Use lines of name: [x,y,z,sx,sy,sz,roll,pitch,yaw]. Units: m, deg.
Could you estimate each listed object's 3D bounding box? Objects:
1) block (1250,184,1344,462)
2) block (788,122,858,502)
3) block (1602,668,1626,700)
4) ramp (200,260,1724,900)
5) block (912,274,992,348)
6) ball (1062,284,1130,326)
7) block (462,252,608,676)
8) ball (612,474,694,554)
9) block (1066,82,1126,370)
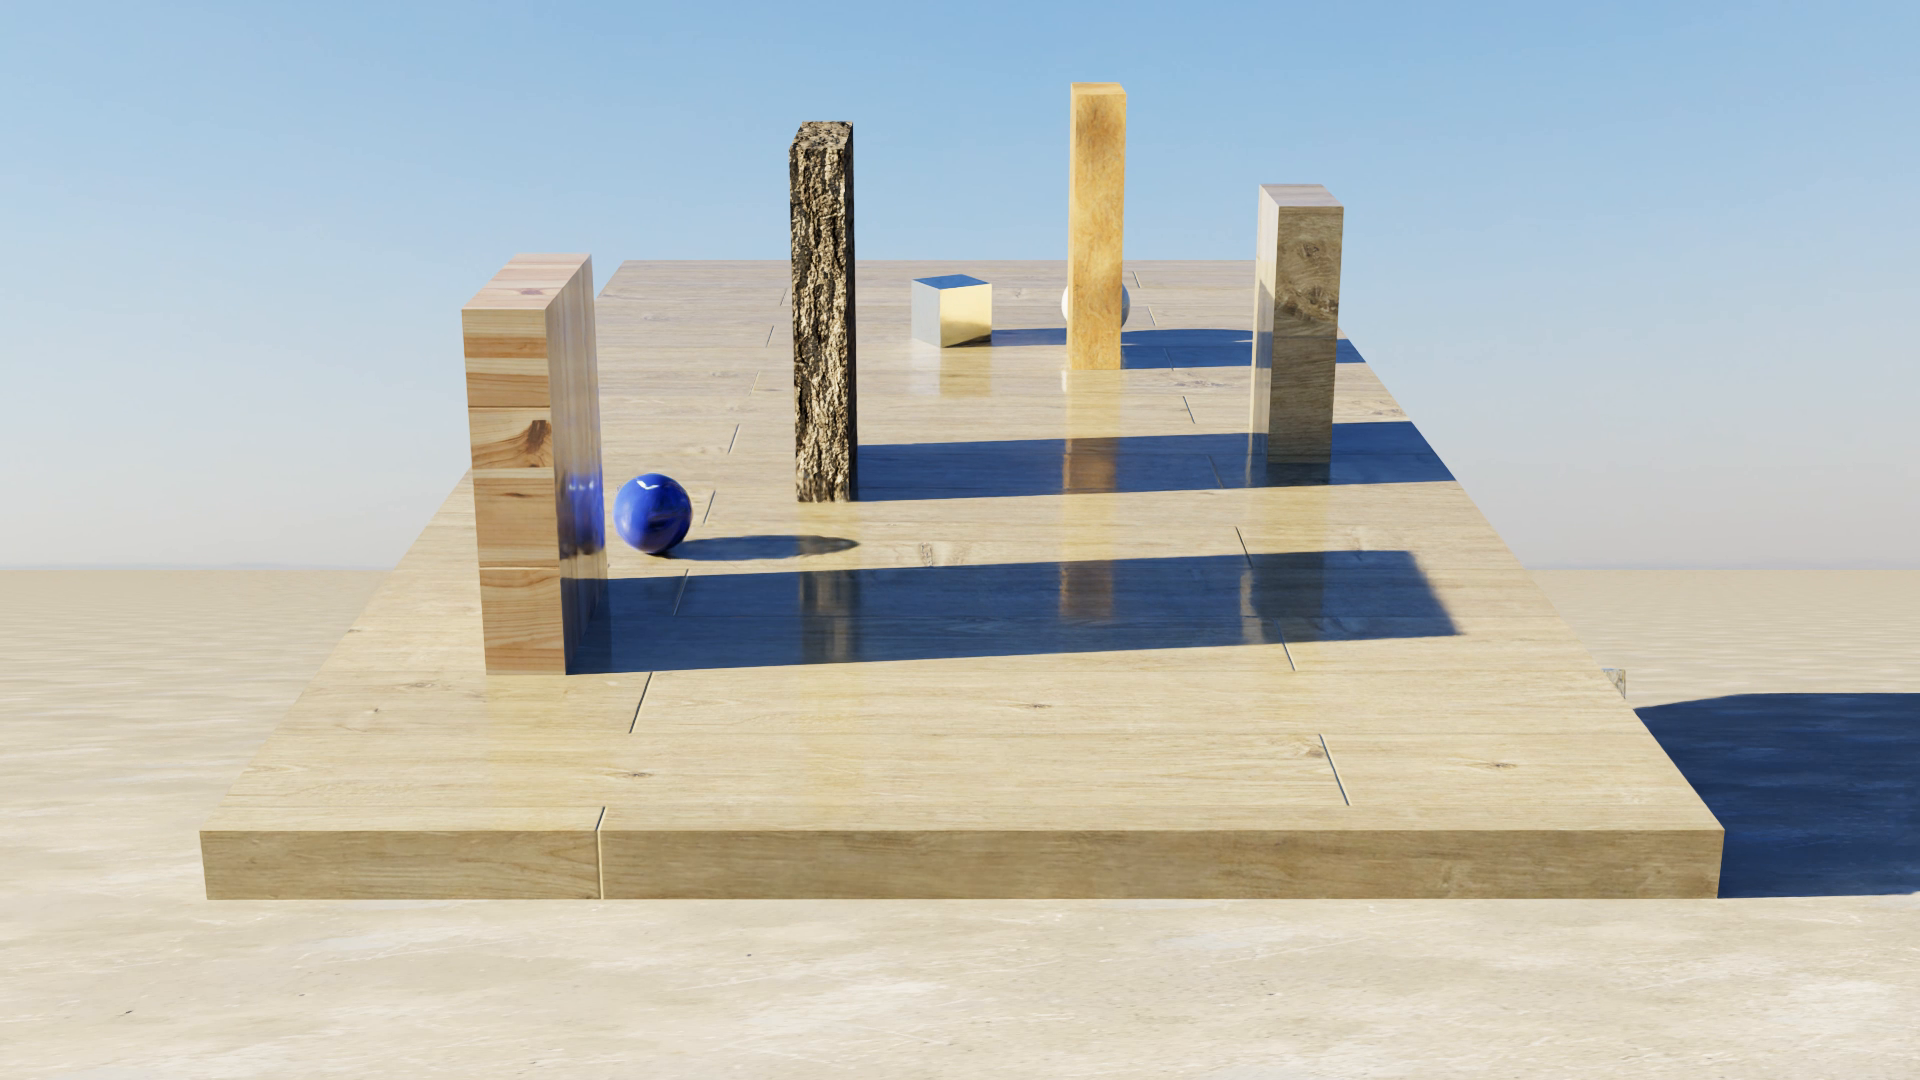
block: [0.699,-0.457,4.670,0.130,0.530,0.293,0,18,0]
block: [-0.267,-0.460,4.426,0.102,0.682,0.405,0,18,0]
block: [1.449,0.404,5.321,0.193,0.193,0.193,-1,-1,44]
ramp: [-0.003,-0.184,4.848,2.000,0.100,4.000,0,18,0]
block: [-0.022,-0.583,5.682,0.149,0.149,0.149,-10,20,-29]
ball: [0.346,-0.598,5.685,0.175,0.175,0.175,0,-1,0]
block: [-0.672,-0.133,3.583,0.123,0.576,0.448,0,18,0]
ball: [-0.553,-0.048,4.023,0.144,0.144,0.144,0,-1,0]
block: [0.328,-0.761,5.409,0.117,0.656,0.249,0,18,0]
